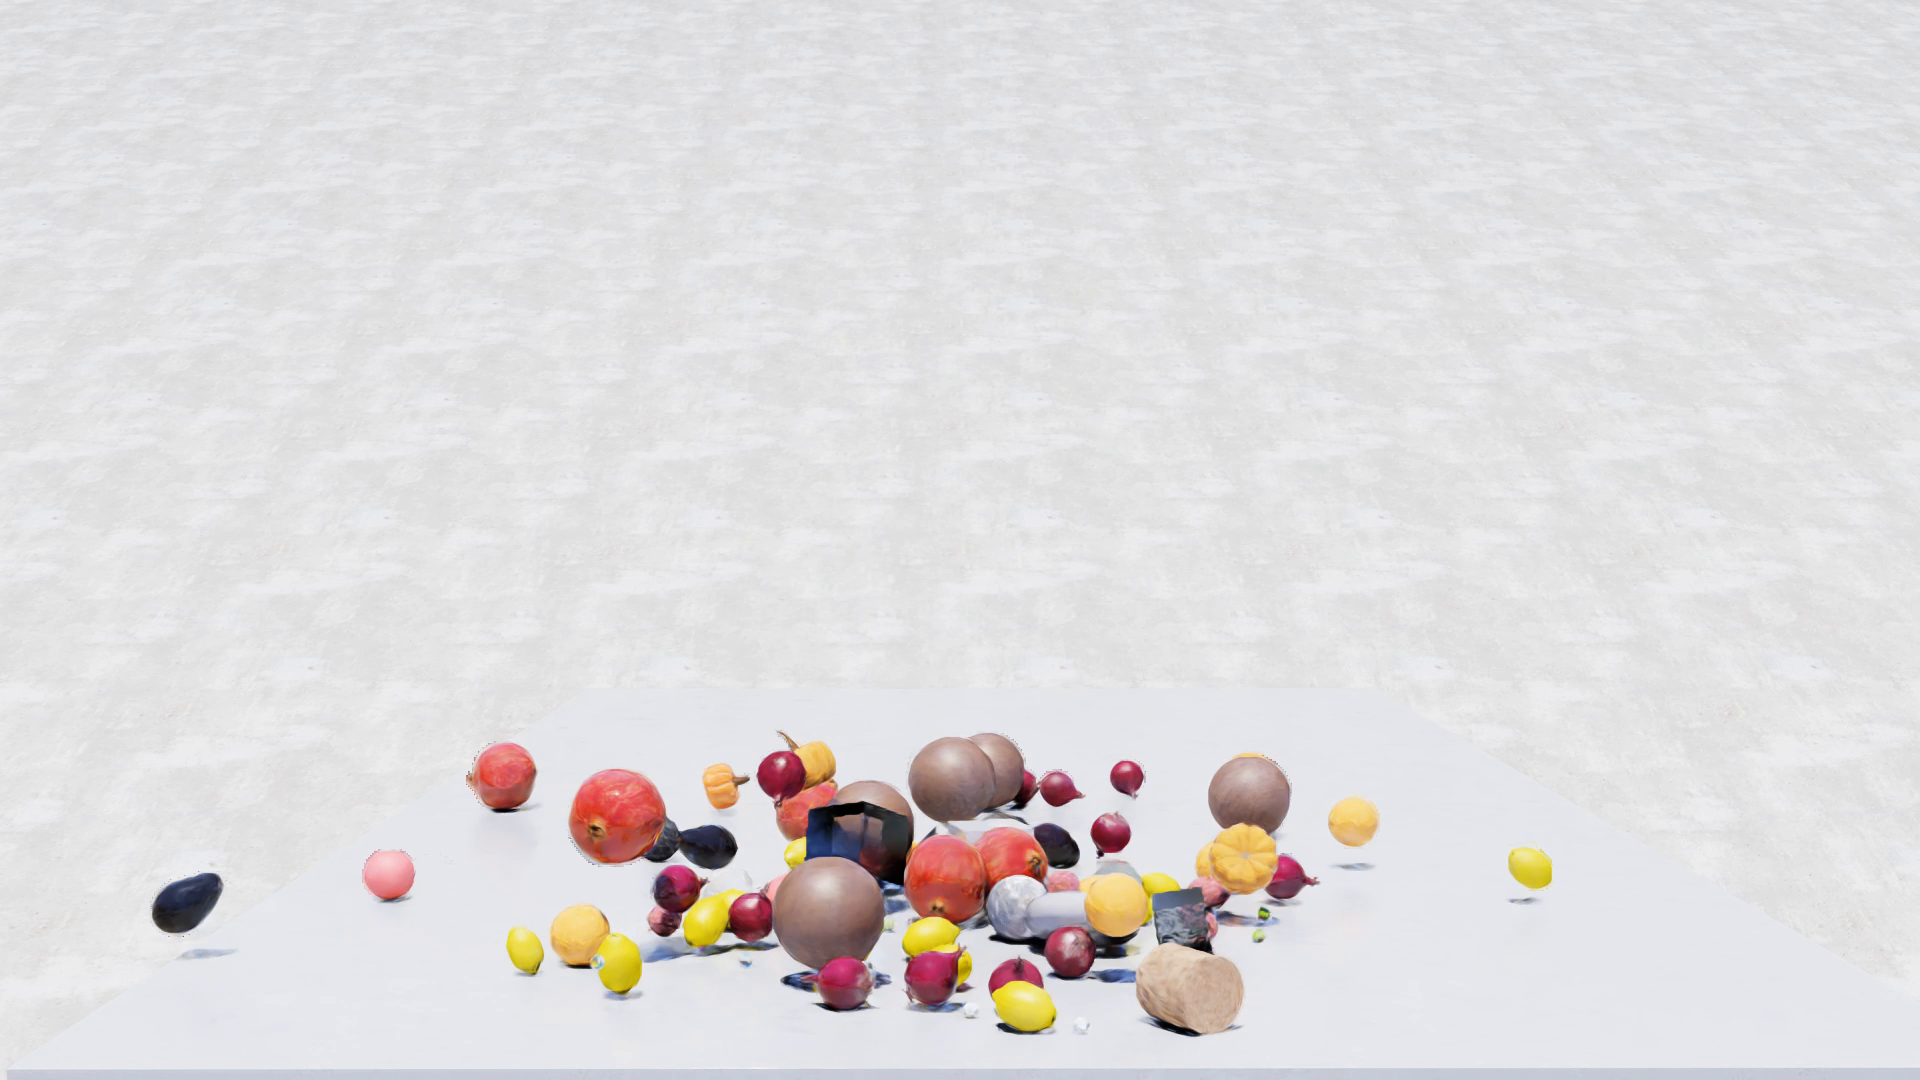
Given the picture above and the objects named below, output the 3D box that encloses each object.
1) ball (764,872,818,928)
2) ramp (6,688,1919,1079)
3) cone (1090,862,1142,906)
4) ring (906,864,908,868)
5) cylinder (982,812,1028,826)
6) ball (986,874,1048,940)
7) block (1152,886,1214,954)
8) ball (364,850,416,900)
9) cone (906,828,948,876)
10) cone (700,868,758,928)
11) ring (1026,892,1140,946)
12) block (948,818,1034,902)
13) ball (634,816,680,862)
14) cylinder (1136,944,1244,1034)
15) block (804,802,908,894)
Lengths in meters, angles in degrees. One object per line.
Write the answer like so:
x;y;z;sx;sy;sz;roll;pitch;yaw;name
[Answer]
-0.217;0.461;3.296;0.070;0.070;0.070;0;24;0;ball
0.055;0.499;4.546;2.000;0.100;4.000;0;2;0;ramp
0.204;0.454;3.371;0.067;0.067;0.067;1;-5;1;cone
-0.132;0.460;3.698;0.121;0.040;0.121;2;2;0;ring
0.067;0.444;3.898;0.057;0.057;0.057;-16;10;-31;cylinder
0.073;0.457;3.202;0.081;0.081;0.081;0;24;0;ball
0.263;0.455;3.040;0.060;0.060;0.060;-10;44;7;block
-0.773;0.454;3.494;0.067;0.067;0.067;0;24;0;ball
-0.042;0.435;3.671;0.062;0.062;0.062;11;28;-6;cone
-0.280;0.476;3.311;0.078;0.078;0.078;-17;40;-33;cone
0.149;0.460;3.126;0.141;0.047;0.141;4;-19;2;ring
0.041;0.438;3.533;0.095;0.095;0.095;-1;2;-16;block
-0.448;0.442;3.813;0.068;0.068;0.068;0;24;0;ball
0.242;0.474;2.724;0.082;0.082;0.082;-15;9;-30;cylinder
-0.136;0.406;3.399;0.095;0.095;0.095;-12;-25;35;block
